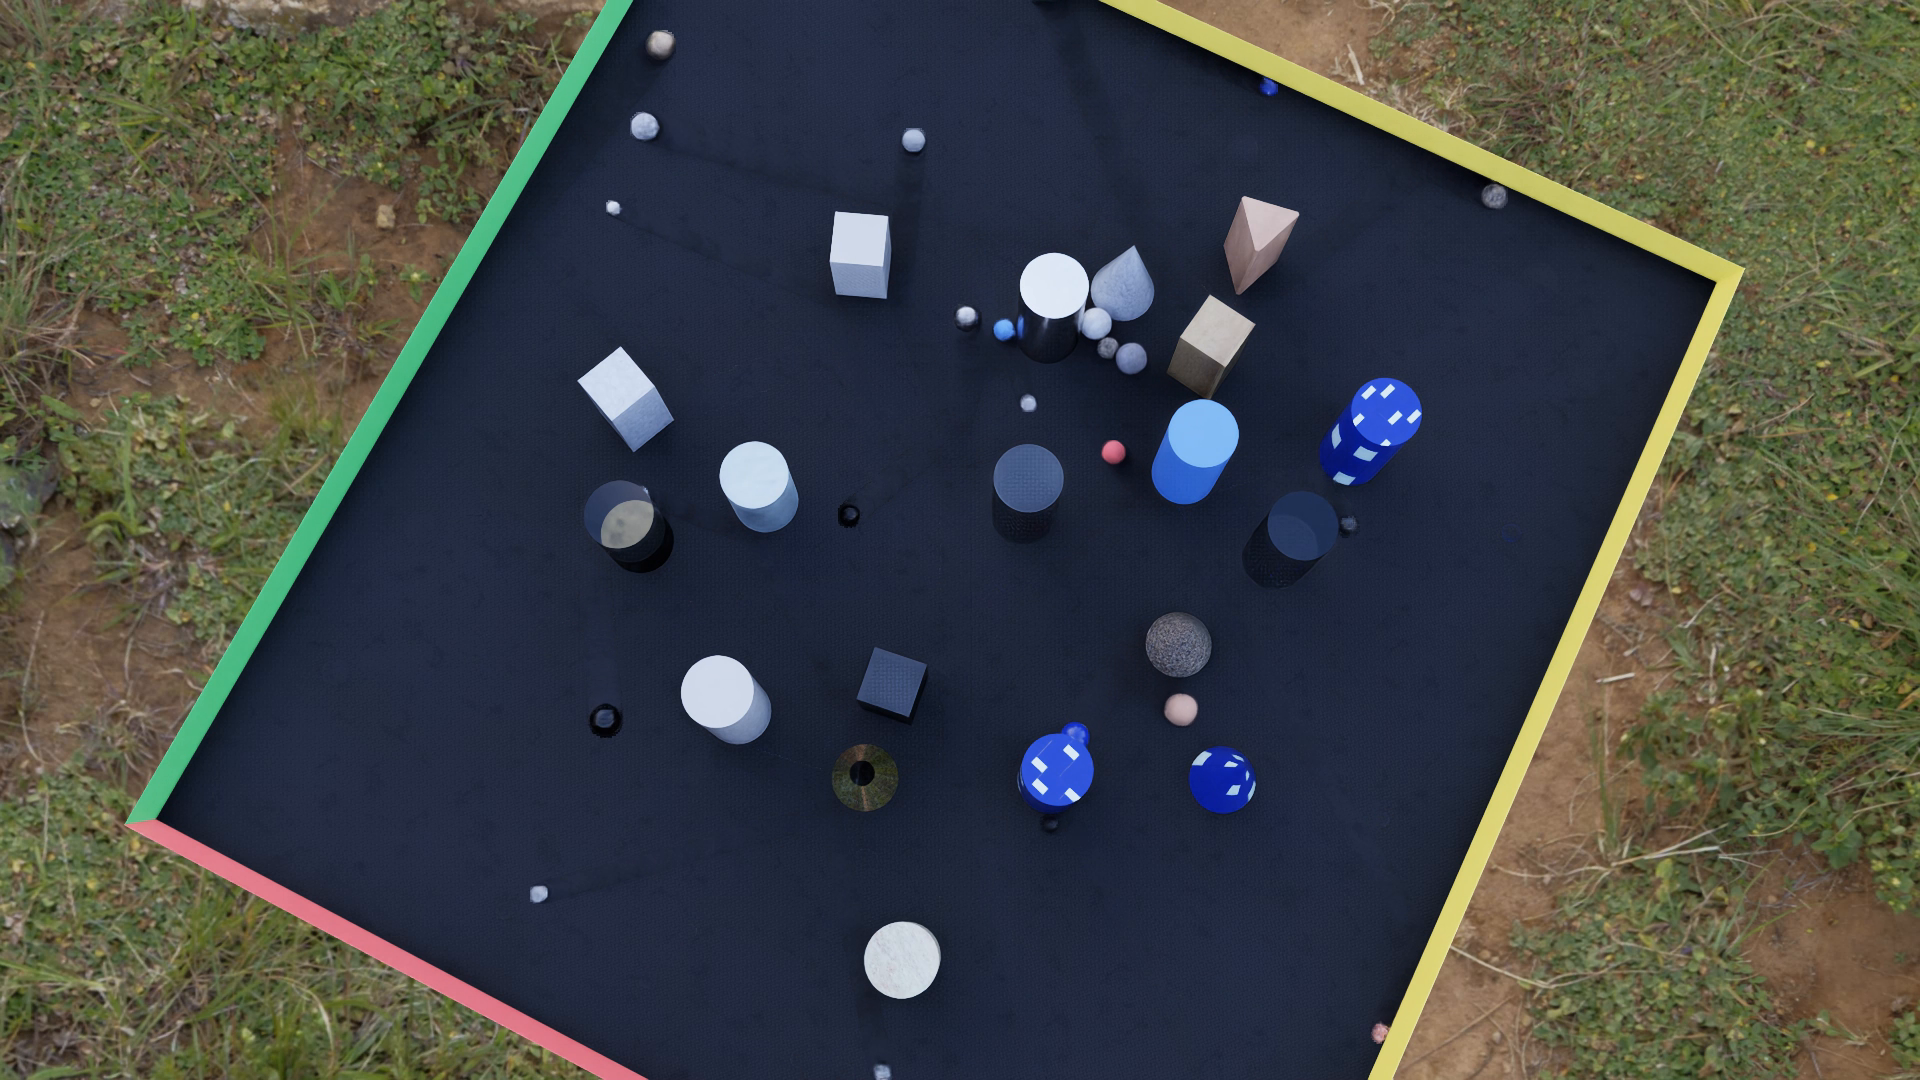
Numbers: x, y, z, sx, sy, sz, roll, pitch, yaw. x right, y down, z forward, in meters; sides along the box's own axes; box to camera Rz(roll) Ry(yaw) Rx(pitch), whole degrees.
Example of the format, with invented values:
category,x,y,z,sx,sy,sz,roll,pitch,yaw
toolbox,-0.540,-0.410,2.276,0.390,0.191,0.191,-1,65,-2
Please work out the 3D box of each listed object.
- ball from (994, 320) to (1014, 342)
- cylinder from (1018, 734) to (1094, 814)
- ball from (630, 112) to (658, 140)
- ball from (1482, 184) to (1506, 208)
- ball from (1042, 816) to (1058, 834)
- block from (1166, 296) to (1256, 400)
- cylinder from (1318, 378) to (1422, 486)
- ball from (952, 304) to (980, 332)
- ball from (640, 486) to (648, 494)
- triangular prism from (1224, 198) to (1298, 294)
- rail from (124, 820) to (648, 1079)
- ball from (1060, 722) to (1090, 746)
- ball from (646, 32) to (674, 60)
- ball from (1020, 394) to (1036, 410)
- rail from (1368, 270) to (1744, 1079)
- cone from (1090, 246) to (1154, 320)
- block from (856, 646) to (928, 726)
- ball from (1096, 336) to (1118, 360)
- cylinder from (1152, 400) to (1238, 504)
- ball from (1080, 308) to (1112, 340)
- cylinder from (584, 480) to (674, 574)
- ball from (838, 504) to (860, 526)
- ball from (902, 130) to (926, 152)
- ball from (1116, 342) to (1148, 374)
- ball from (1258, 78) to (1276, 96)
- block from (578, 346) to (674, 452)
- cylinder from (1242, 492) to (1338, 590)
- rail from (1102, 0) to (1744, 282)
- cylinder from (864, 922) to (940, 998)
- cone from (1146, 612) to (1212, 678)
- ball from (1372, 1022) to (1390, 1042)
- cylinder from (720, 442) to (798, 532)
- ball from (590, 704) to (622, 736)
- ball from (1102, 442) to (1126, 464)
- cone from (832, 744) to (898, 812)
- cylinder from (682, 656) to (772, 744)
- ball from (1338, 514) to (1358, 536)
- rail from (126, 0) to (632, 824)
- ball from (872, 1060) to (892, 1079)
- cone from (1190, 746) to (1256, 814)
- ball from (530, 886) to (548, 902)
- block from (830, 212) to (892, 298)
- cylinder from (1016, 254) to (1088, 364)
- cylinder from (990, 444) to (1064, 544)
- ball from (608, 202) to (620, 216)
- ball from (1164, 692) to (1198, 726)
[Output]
category,x,y,z,sx,sy,sz,roll,pitch,yaw
ball,0.138,-0.654,5.719,0.065,0.065,0.065,0,78,0
cylinder,0.271,0.677,5.278,0.200,0.388,0.200,0,78,0
ball,-1.005,-1.318,5.845,0.088,0.088,0.088,0,78,0
ball,1.690,-1.089,5.803,0.078,0.078,0.078,0,78,0
ball,0.264,0.842,5.418,0.048,0.048,0.048,0,78,0
block,0.756,-0.577,5.551,0.160,0.362,0.160,35,80,7
cylinder,1.210,-0.315,5.435,0.200,0.484,0.200,0,78,0
ball,0.019,-0.692,5.717,0.085,0.085,0.085,0,78,0
ball,-0.979,-0.144,5.623,0.046,0.046,0.046,0,78,0
triangular prism,0.889,-0.923,5.611,0.173,0.386,0.150,-42,81,-8
rail,-0.814,1.602,5.218,3.576,0.130,0.045,26,80,5
ball,0.342,0.585,5.451,0.088,0.088,0.088,0,78,0
ball,-0.966,-1.592,5.900,0.090,0.090,0.090,0,78,0
ball,0.211,-0.426,5.680,0.049,0.049,0.049,0,78,0
rail,1.578,0.780,5.388,0.045,0.130,3.689,26,80,5
cone,0.513,-0.827,5.584,0.200,0.398,0.200,0,78,0
block,-0.196,0.433,5.403,0.160,0.242,0.160,18,79,4
ball,0.460,-0.598,5.705,0.069,0.069,0.069,0,78,0
cylinder,0.691,-0.255,5.430,0.200,0.468,0.200,0,78,0
ball,0.423,-0.673,5.705,0.100,0.100,0.100,0,78,0
cylinder,-0.976,-0.035,5.430,0.200,0.380,0.200,0,78,0
ball,-0.338,-0.075,5.599,0.065,0.065,0.065,0,78,0
ball,-0.148,-1.272,5.842,0.074,0.074,0.074,0,78,0
ball,0.532,-0.562,5.683,0.098,0.098,0.098,0,78,0
ball,0.988,-1.458,5.889,0.057,0.057,0.057,0,78,0
block,-1.001,-0.419,5.517,0.160,0.365,0.160,-40,81,-8
cylinder,0.962,0.008,5.373,0.200,0.475,0.200,0,78,0
rail,0.814,-1.588,5.878,3.576,0.130,0.045,26,80,5
cylinder,-0.156,1.170,5.128,0.200,0.483,0.200,0,78,0
cone,0.663,0.278,5.365,0.200,0.380,0.200,0,78,0
ball,1.216,1.422,5.295,0.053,0.053,0.053,0,78,0
cylinder,-0.597,-0.155,5.478,0.200,0.335,0.200,0,78,0
ball,-1.056,0.535,5.459,0.093,0.093,0.093,0,78,0
ball,0.474,-0.268,5.635,0.073,0.073,0.073,0,78,0
cone,-0.283,0.679,5.321,0.200,0.305,0.200,0,78,0
cylinder,-0.667,0.466,5.274,0.200,0.483,0.200,0,78,0
ball,1.183,-0.045,5.594,0.063,0.063,0.063,0,78,0
rail,-1.578,-0.766,5.708,0.045,0.130,3.689,26,80,5
ball,-0.226,1.526,5.271,0.058,0.058,0.058,0,78,0
cone,0.783,0.670,5.248,0.200,0.451,0.200,0,78,0
ball,-1.234,1.037,5.377,0.049,0.049,0.049,0,78,0
block,-0.304,-0.875,5.649,0.160,0.292,0.160,5,78,1
cylinder,0.274,-0.694,5.535,0.200,0.442,0.200,0,78,0
cylinder,0.194,-0.129,5.413,0.200,0.451,0.200,0,78,0
ball,-1.098,-1.052,5.813,0.043,0.043,0.043,0,78,0
ball,0.658,0.504,5.462,0.098,0.098,0.098,0,78,0
